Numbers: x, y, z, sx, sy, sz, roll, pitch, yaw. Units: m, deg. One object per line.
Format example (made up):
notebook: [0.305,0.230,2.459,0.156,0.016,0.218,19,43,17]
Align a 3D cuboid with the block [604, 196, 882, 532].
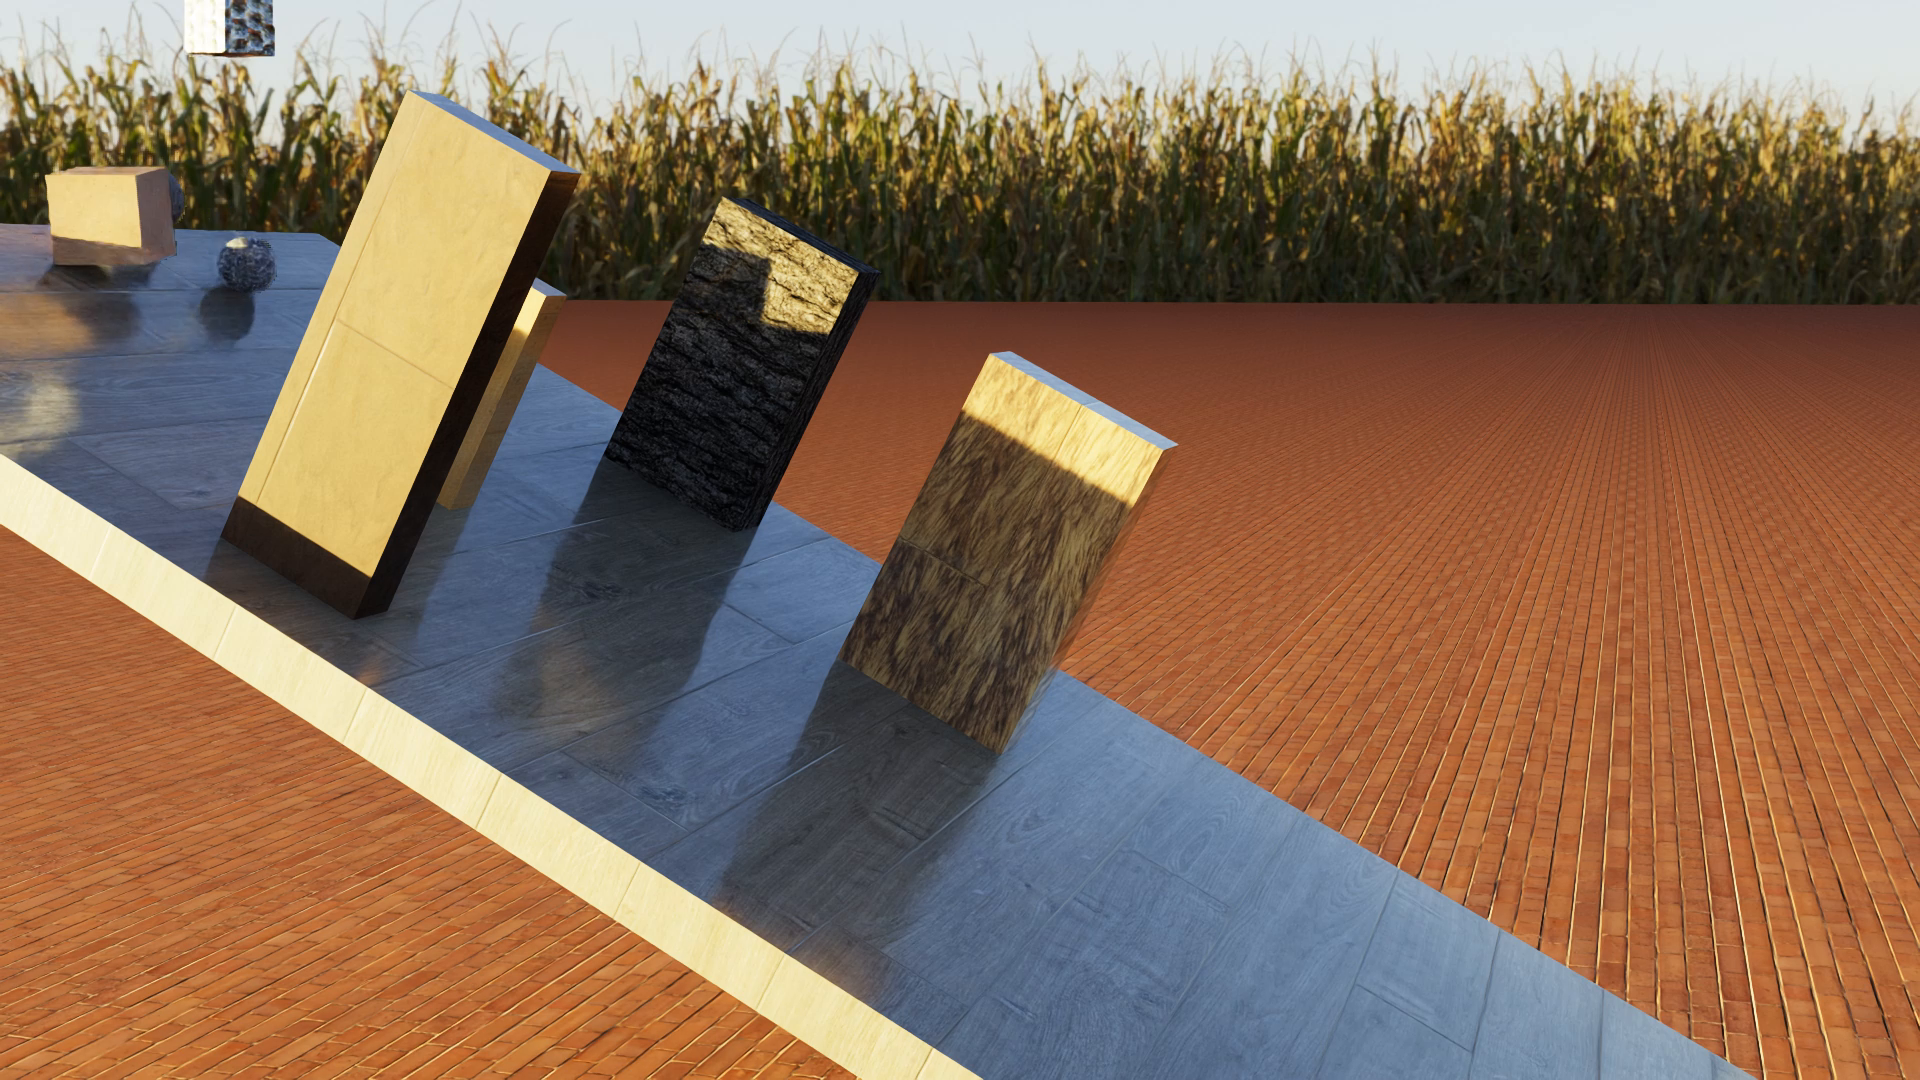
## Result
block: [-0.484,-0.387,4.864,0.352,0.641,0.150,30,14,12]

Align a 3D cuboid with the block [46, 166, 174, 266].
block: [-1.702,-0.652,4.412,0.176,0.176,0.176,1,15,0]

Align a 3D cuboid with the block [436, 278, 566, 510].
block: [-0.988,-0.339,4.154,0.336,0.453,0.084,30,14,12]

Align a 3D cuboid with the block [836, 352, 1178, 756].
block: [0.090,0.024,4.350,0.386,0.687,0.146,30,14,12]

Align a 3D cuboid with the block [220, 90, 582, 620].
block: [-0.885,-0.285,3.456,0.270,0.786,0.101,30,14,12]

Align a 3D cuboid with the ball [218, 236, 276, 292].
ball: [-1.540,-0.594,4.748,0.119,0.119,0.119,0,7,0]

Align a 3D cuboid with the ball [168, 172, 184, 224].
ball: [-1.782,-0.752,4.843,0.139,0.139,0.139,0,7,0]

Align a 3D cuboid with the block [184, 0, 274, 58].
block: [-1.578,-1.115,4.752,0.130,0.130,0.130,6,10,33]

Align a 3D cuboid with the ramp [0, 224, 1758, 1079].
ramp: [-0.225,0.374,4.149,4.000,0.100,2.000,30,14,12]
